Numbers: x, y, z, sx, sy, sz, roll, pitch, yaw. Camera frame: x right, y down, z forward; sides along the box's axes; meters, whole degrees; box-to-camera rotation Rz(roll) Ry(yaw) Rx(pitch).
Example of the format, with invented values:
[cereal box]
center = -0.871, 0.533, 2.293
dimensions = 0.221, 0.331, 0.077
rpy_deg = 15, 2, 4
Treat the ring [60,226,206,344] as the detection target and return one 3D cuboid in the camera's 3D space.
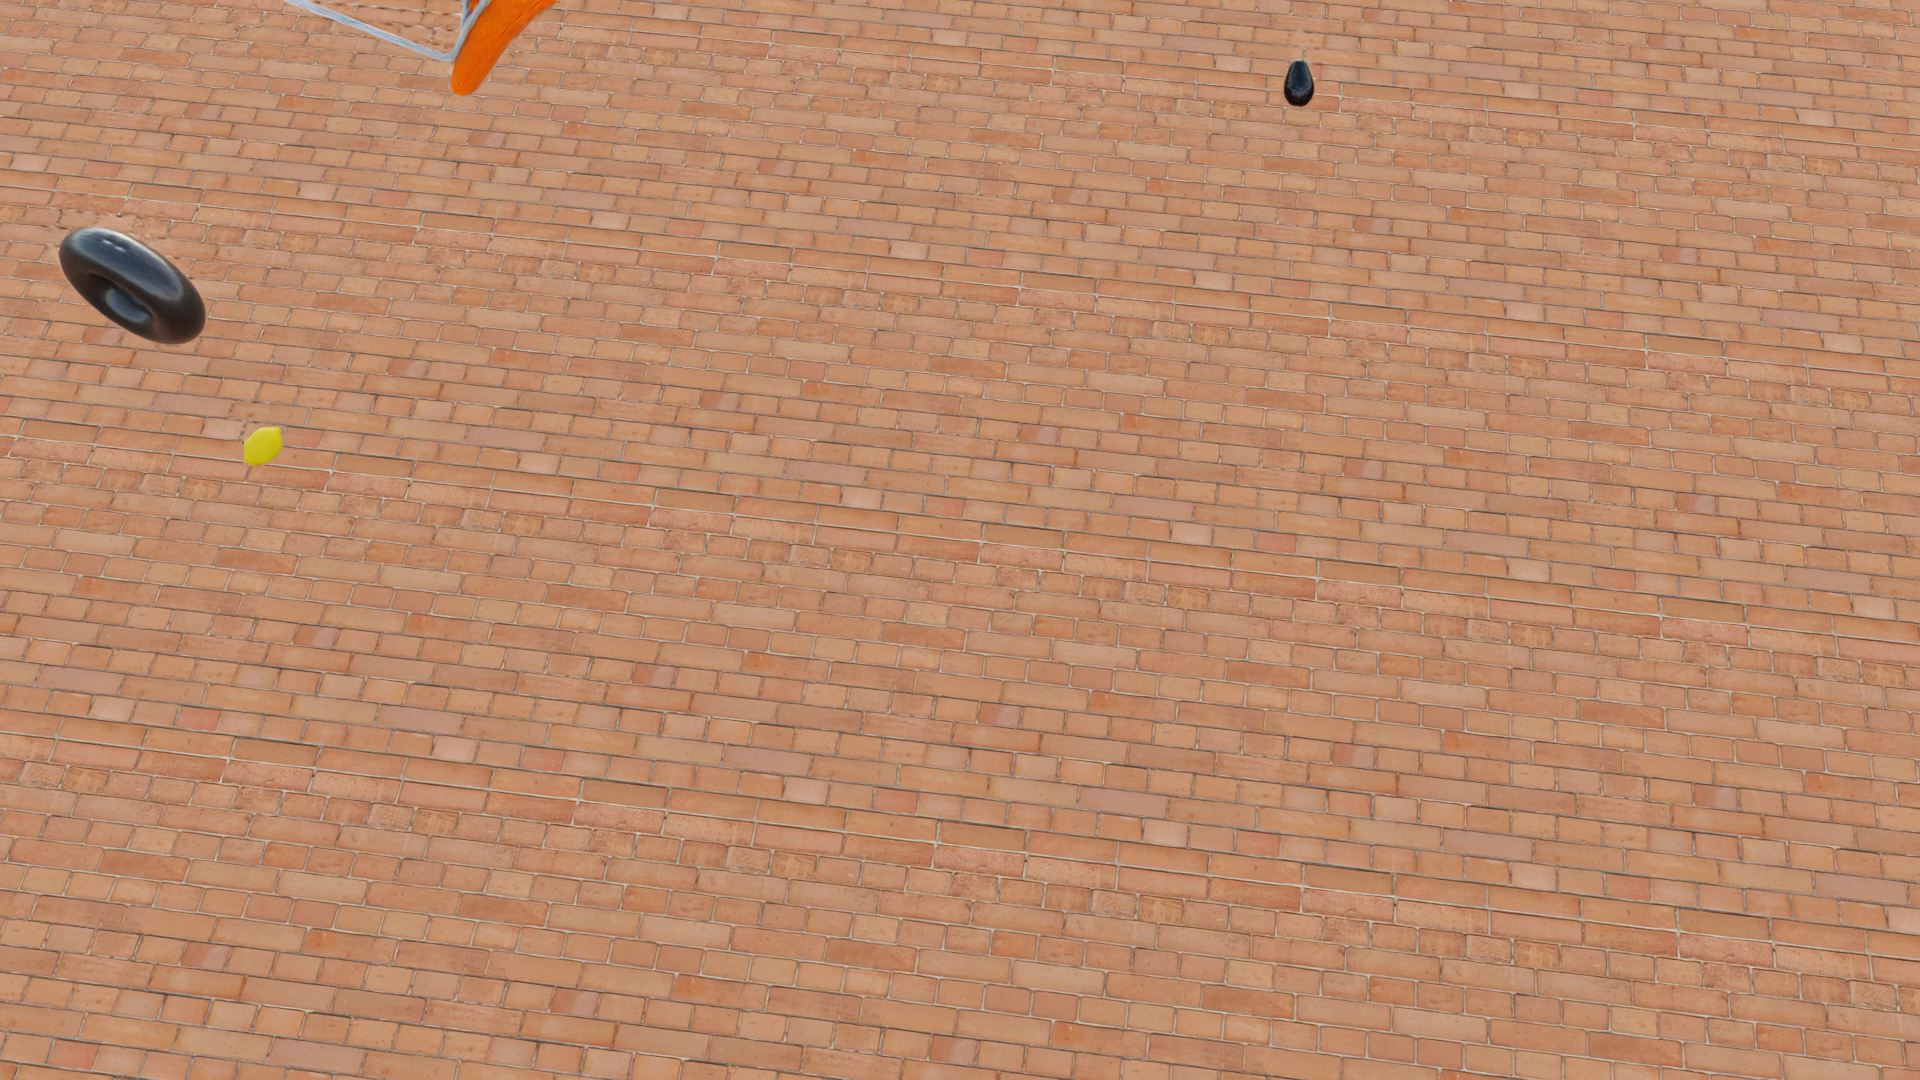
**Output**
[ring]
center = -1.571, -0.482, 4.177
dimensions = 0.306, 0.268, 0.091
rpy_deg = 26, 62, 9
